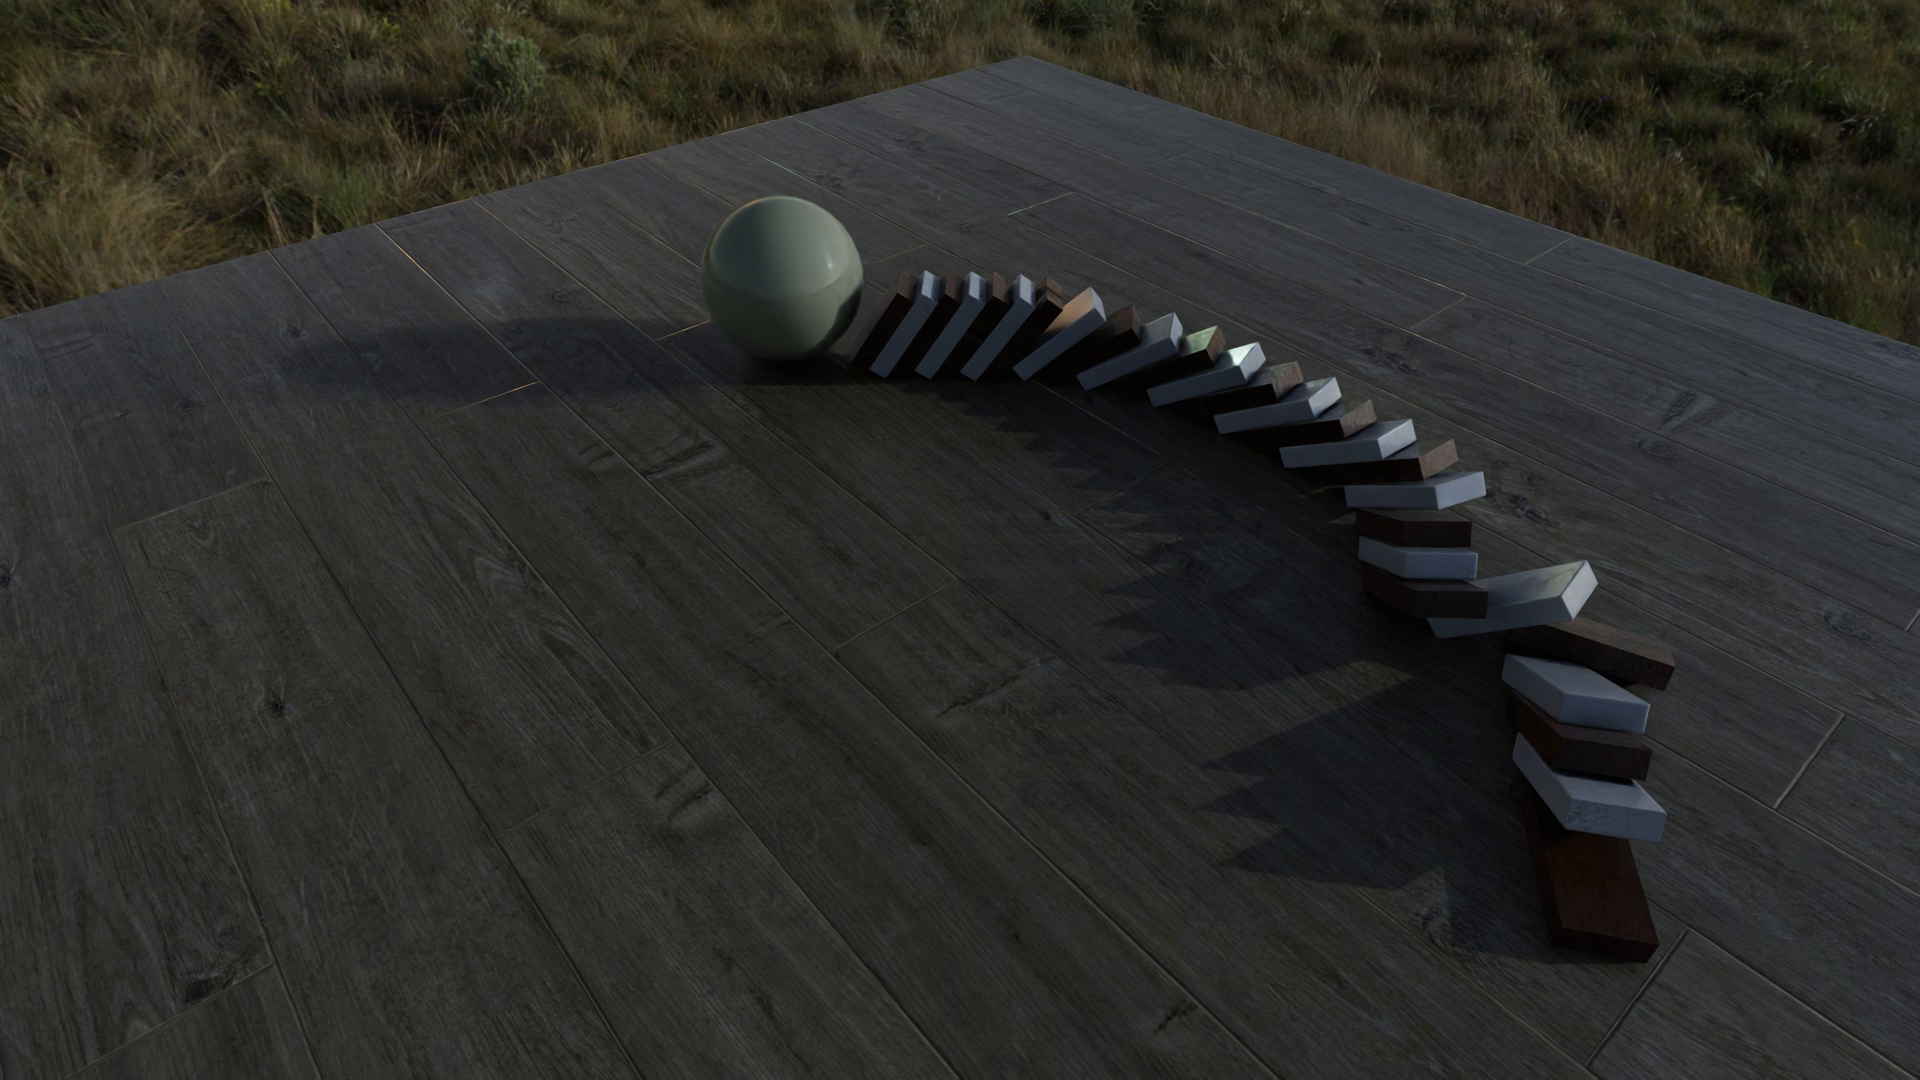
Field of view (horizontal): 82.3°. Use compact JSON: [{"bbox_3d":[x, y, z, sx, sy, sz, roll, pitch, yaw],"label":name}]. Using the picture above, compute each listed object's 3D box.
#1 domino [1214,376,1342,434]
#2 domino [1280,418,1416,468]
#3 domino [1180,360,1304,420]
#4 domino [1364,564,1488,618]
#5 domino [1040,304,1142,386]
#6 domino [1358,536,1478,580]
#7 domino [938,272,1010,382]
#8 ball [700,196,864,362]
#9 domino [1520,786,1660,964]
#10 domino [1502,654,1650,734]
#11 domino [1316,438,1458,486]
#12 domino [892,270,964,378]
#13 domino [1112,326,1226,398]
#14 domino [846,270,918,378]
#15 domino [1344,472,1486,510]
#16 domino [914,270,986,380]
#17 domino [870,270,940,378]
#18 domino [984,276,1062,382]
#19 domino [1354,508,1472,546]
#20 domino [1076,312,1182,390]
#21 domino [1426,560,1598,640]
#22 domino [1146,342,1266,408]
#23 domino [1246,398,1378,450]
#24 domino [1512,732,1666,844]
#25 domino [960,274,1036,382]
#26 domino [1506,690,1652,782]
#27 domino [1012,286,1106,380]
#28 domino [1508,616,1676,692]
[{"bbox_3d":[0.143,-0.060,0.497,0.025,0.009,0.050,-36,19,-35],"label":"domino"},{"bbox_3d":[0.166,-0.041,0.473,0.025,0.009,0.050,-27,14,-31],"label":"domino"},{"bbox_3d":[0.129,-0.069,0.508,0.050,0.009,0.025,-6,25,48],"label":"domino"},{"bbox_3d":[0.169,0.018,0.402,0.025,0.009,0.050,1,9,1],"label":"domino"},{"bbox_3d":[0.064,-0.096,0.540,0.050,0.009,0.025,-23,32,25],"label":"domino"},{"bbox_3d":[0.172,0.006,0.416,0.025,0.010,0.050,1,7,1],"label":"domino"},{"bbox_3d":[0.007,-0.105,0.542,0.009,0.050,0.025,28,36,-18],"label":"domino"},{"bbox_3d":[-0.088,-0.129,0.545,0.080,0.080,0.080,0,39,0],"label":"ball"},{"bbox_3d":[0.184,0.097,0.325,0.025,0.010,0.050,8,40,9],"label":"domino"},{"bbox_3d":[0.201,0.050,0.363,0.025,0.010,0.050,7,9,6],"label":"domino"},{"bbox_3d":[0.178,-0.032,0.462,0.025,0.010,0.050,-25,13,-31],"label":"domino"},{"bbox_3d":[-0.016,-0.106,0.543,0.009,0.050,0.025,27,36,-18],"label":"domino"},{"bbox_3d":[0.100,-0.085,0.527,0.050,0.010,0.025,-15,27,36],"label":"domino"},{"bbox_3d":[-0.038,-0.107,0.544,0.009,0.050,0.025,27,36,-18],"label":"domino"},{"bbox_3d":[0.184,-0.020,0.447,0.025,0.010,0.050,-15,8,-20],"label":"domino"},{"bbox_3d":[-0.005,-0.106,0.543,0.009,0.050,0.025,28,36,-18],"label":"domino"},{"bbox_3d":[-0.027,-0.106,0.543,0.009,0.050,0.025,27,36,-18],"label":"domino"},{"bbox_3d":[0.031,-0.104,0.541,0.010,0.050,0.025,31,35,-20],"label":"domino"},{"bbox_3d":[0.176,-0.005,0.430,0.025,0.009,0.050,0,7,0],"label":"domino"},{"bbox_3d":[0.083,-0.092,0.535,0.050,0.009,0.025,-20,30,29],"label":"domino"},{"bbox_3d":[0.196,0.022,0.392,0.025,0.009,0.050,-35,9,-35],"label":"domino"},{"bbox_3d":[0.116,-0.078,0.518,0.050,0.010,0.025,-10,26,43],"label":"domino"},{"bbox_3d":[0.155,-0.051,0.485,0.025,0.010,0.050,-30,16,-31],"label":"domino"},{"bbox_3d":[0.190,0.074,0.336,0.025,0.010,0.050,8,13,9],"label":"domino"},{"bbox_3d":[0.019,-0.104,0.541,0.009,0.050,0.025,29,35,-19],"label":"domino"},{"bbox_3d":[0.195,0.061,0.350,0.025,0.010,0.050,8,10,9],"label":"domino"},{"bbox_3d":[0.048,-0.102,0.543,0.050,0.010,0.025,-34,29,22],"label":"domino"},{"bbox_3d":[0.224,0.036,0.392,0.050,0.010,0.025,20,21,23],"label":"domino"}]
